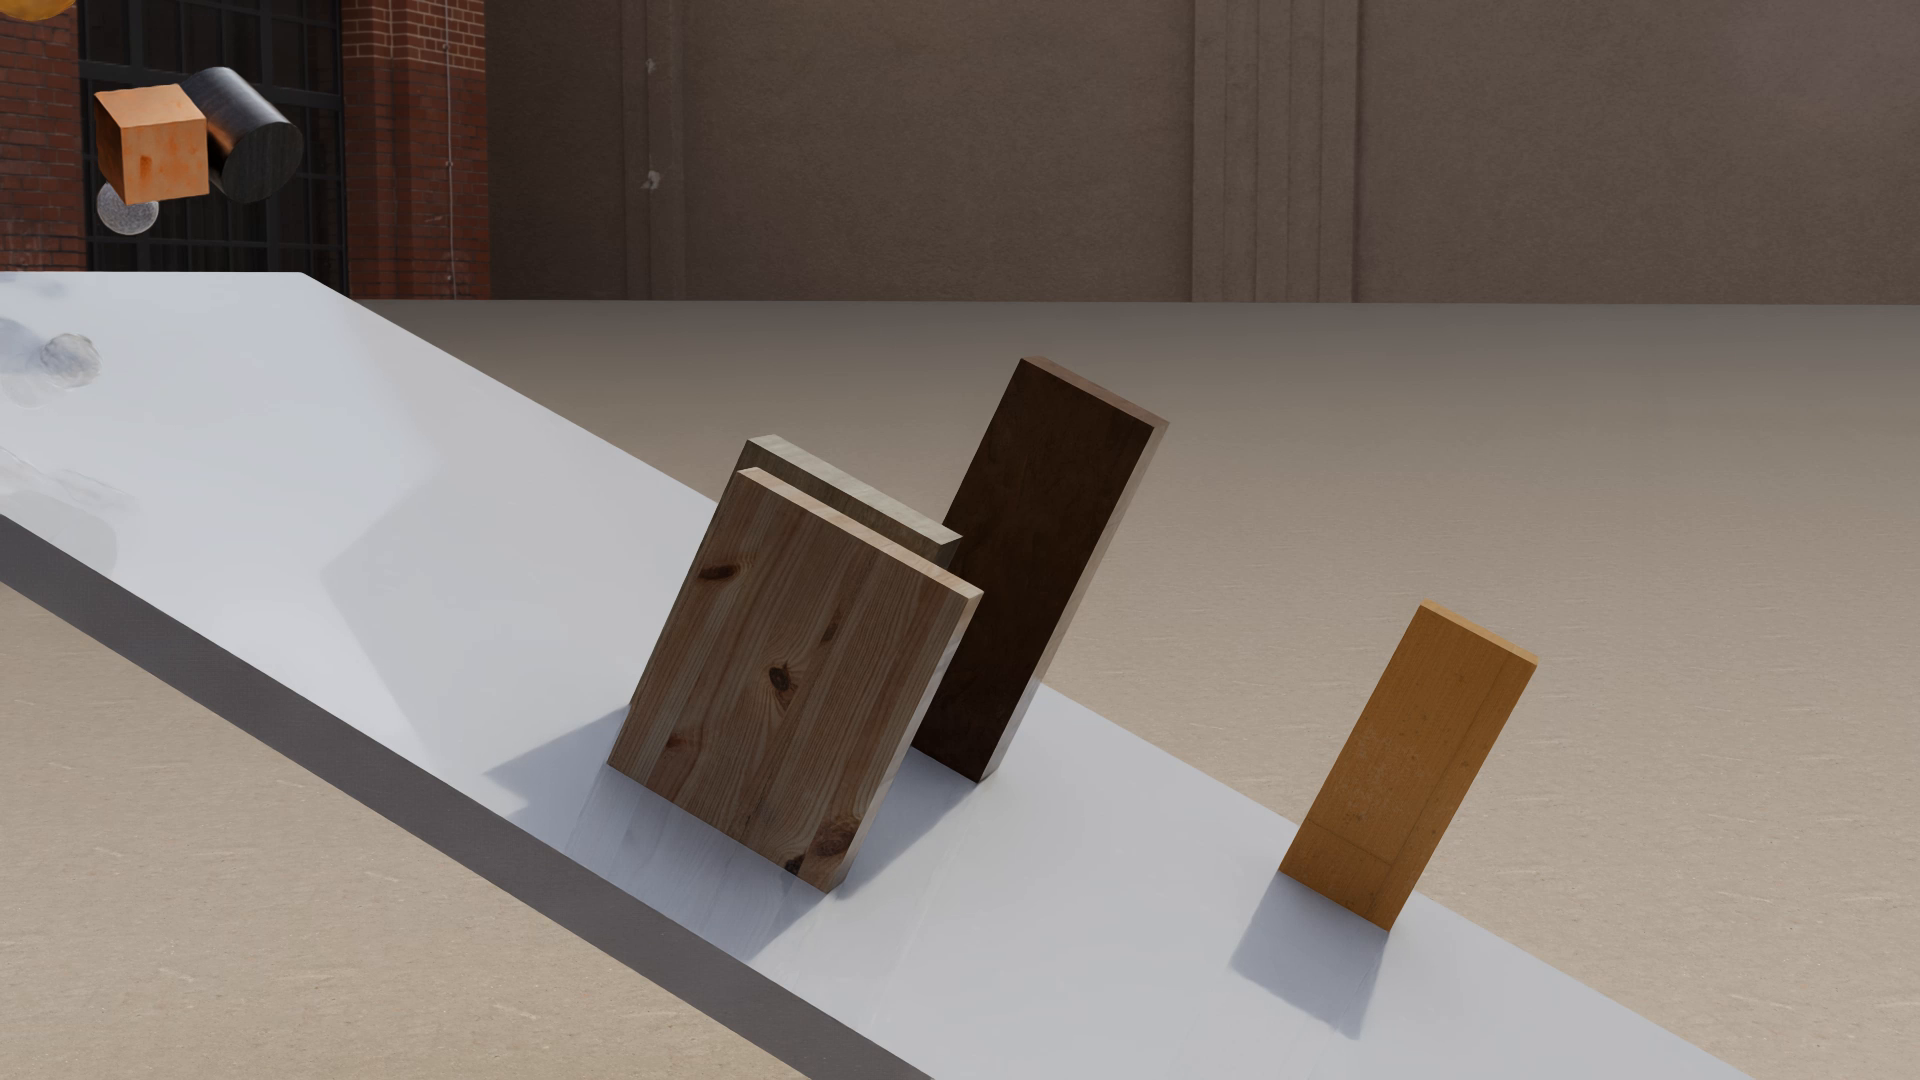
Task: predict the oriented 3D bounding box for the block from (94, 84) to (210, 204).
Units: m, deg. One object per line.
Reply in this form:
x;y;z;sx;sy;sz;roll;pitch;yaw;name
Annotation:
-1.579;-0.774;4.297;0.162;0.162;0.162;-15;42;-33;block

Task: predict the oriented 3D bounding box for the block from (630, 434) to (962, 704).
-0.288;0.140;3.814;0.384;0.523;0.123;29;14;12;block

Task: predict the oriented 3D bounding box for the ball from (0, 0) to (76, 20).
-1.724;-1.062;4.067;0.199;0.199;0.199;0;7;0;ball

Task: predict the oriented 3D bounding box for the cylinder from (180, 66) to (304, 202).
-1.476;-0.823;4.467;0.196;0.196;0.196;41;23;18;cylinder

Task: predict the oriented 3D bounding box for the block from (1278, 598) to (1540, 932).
0.921;0.463;4.530;0.259;0.635;0.104;29;14;12;block

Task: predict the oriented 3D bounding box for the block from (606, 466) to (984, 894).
-0.269;0.222;3.510;0.424;0.538;0.082;29;14;12;block

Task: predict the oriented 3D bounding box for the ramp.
-0.249;0.421;4.162;4.000;0.100;2.000;29;14;12;ramp

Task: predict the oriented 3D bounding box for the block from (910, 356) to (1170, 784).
0.096;0.057;4.268;0.286;0.778;0.144;29;14;12;block

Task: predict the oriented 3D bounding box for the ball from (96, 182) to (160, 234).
-1.768;-0.711;4.670;0.125;0.125;0.125;0;7;0;ball
